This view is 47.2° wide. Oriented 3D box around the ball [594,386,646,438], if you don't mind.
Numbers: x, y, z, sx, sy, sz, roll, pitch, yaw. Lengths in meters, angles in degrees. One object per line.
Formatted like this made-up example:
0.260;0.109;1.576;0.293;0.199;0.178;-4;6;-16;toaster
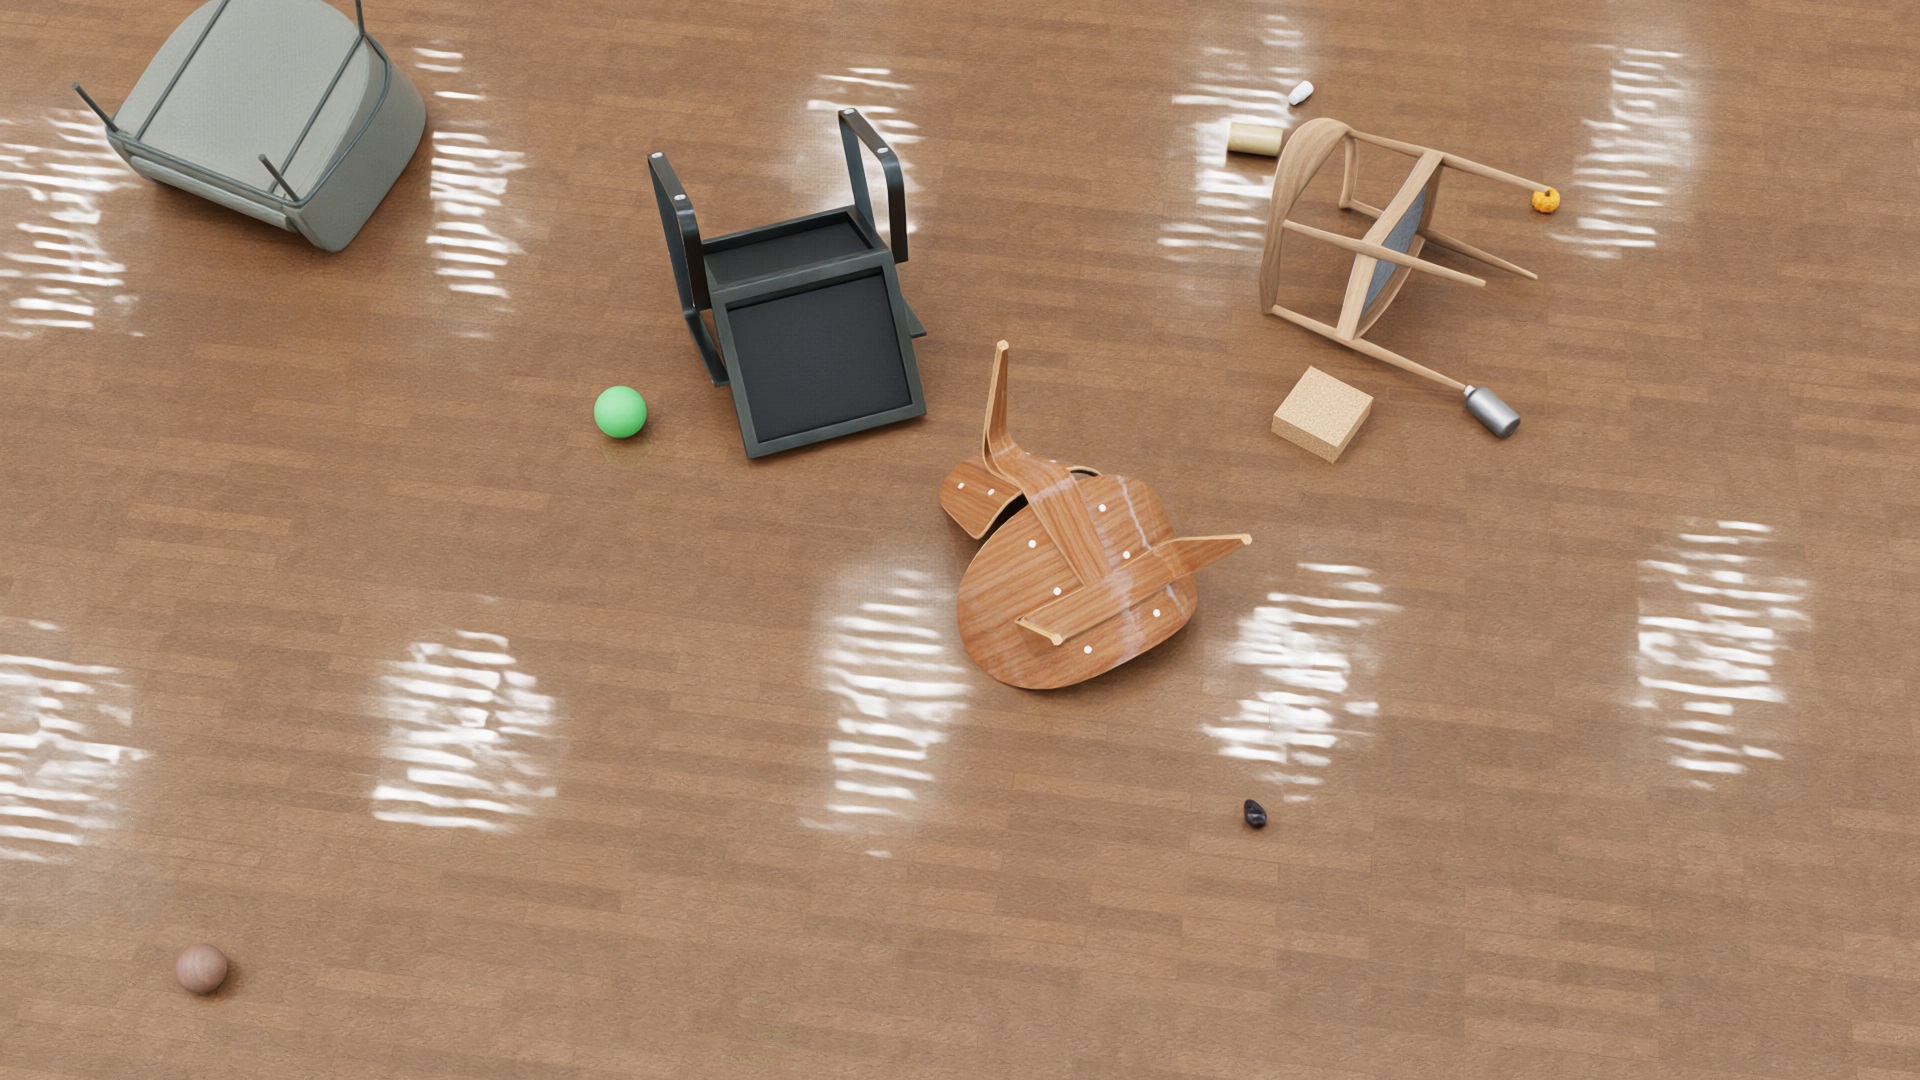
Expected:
-1.041;-0.392;6.741;0.160;0.160;0.160;0;56;0;ball

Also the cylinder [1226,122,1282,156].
0.995;-1.353;7.425;0.175;0.093;0.104;9;40;6;cylinder

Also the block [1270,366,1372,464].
1.116;-0.388;6.783;0.220;0.084;0.229;29;61;18;block
